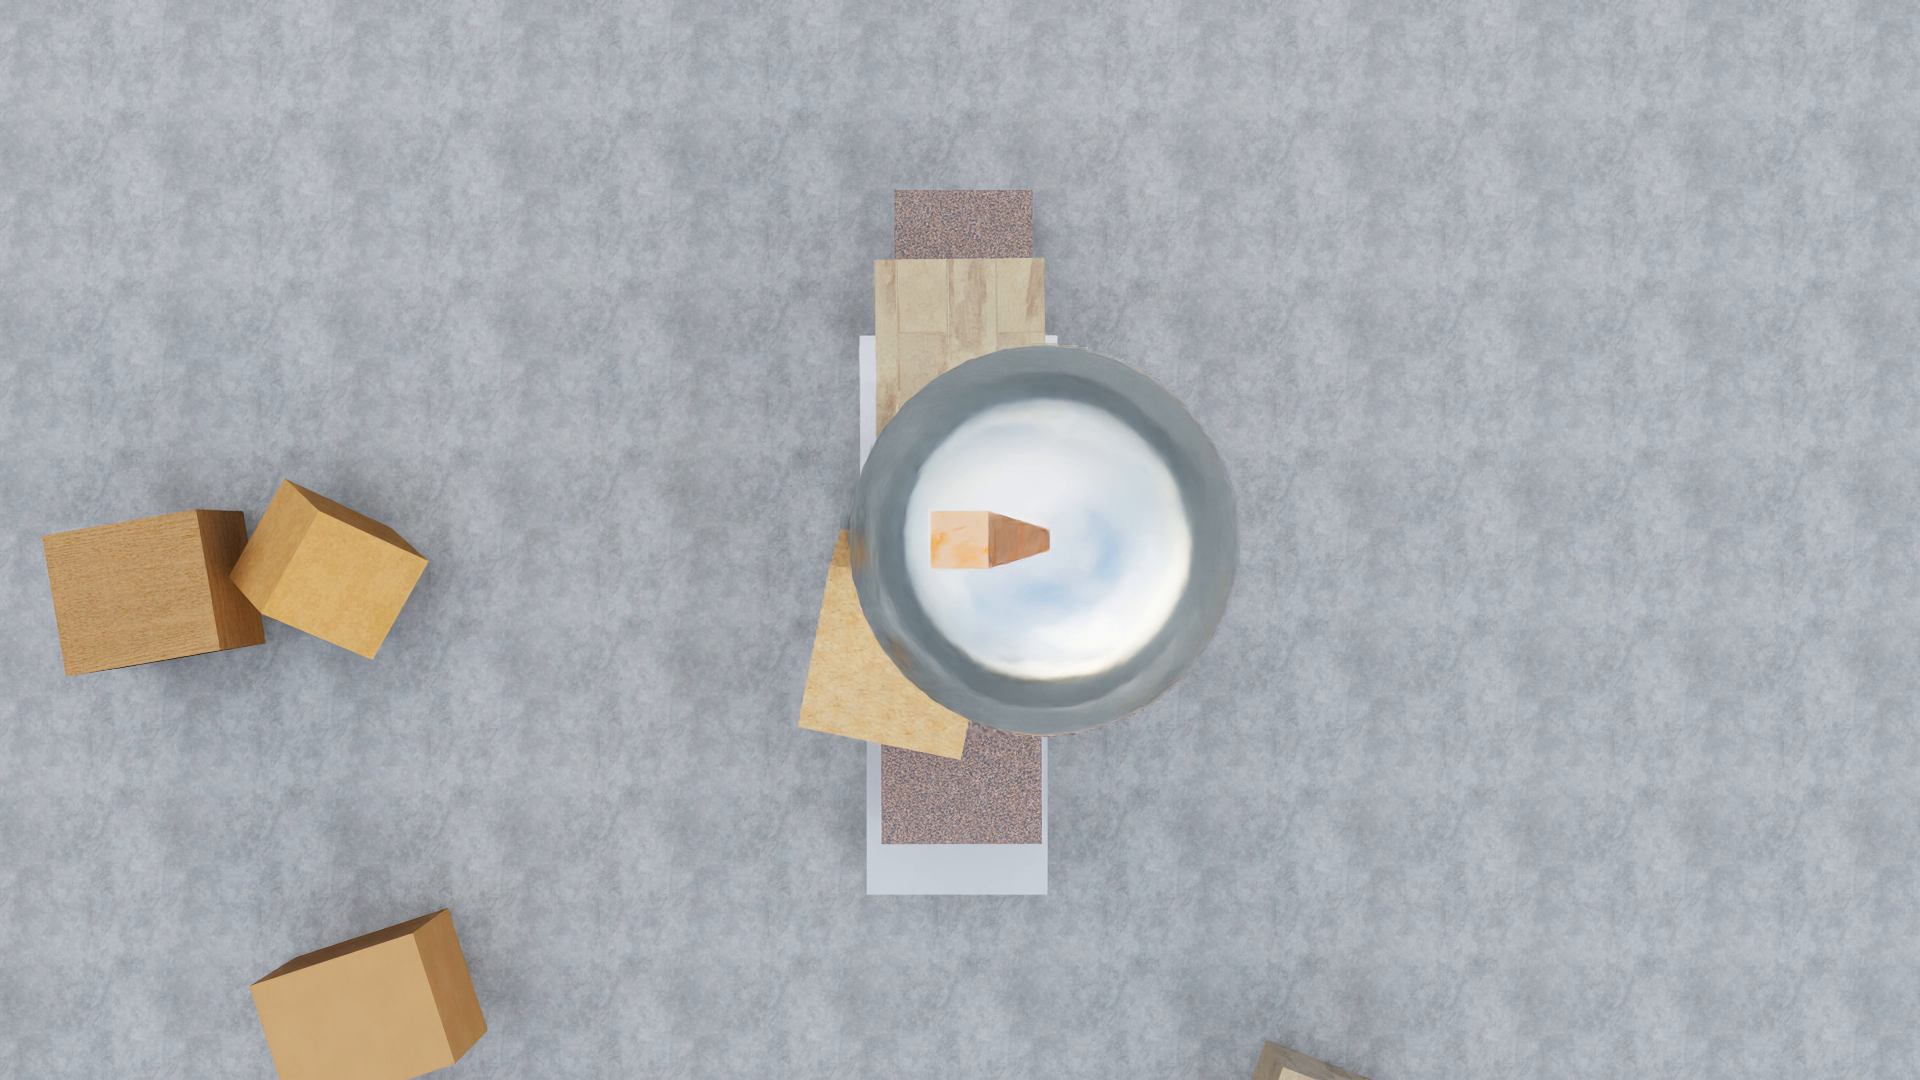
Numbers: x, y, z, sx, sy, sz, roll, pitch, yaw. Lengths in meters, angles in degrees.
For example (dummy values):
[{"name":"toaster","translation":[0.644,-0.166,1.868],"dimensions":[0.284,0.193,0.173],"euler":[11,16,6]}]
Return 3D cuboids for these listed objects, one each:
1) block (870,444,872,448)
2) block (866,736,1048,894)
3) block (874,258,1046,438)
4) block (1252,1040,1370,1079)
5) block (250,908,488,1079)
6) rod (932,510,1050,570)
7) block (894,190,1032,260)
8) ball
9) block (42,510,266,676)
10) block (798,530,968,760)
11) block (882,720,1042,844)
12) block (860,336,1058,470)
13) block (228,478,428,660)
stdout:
[{"name":"block","translation":[-0.007,0.076,11.518],"dimensions":[0.945,0.918,1.000],"euler":[0,103,0]},{"name":"block","translation":[-0.016,1.361,12.483],"dimensions":[0.983,1.035,1.133],"euler":[0,90,0]},{"name":"block","translation":[0.003,-0.967,11.511],"dimensions":[0.855,0.876,0.898],"euler":[-1,90,0]},{"name":"block","translation":[2.006,3.464,12.662],"dimensions":[0.724,0.676,0.816],"euler":[21,90,0]},{"name":"block","translation":[-3.362,2.682,12.581],"dimensions":[0.951,0.838,0.760],"euler":[-18,90,0]},{"name":"rod","translation":[0.148,0.000,5.624],"dimensions":[0.080,5.200,0.080],"euler":[0,90,3]},{"name":"block","translation":[0.019,-1.522,12.553],"dimensions":[0.760,0.894,0.810],"euler":[0,90,0]},{"name":"ball","translation":[0.341,0.000,9.019],"dimensions":[1.600,1.600,1.600],"euler":[0,90,0]},{"name":"block","translation":[-4.599,0.293,12.599],"dimensions":[0.867,0.801,0.793],"euler":[-10,90,0]},{"name":"block","translation":[-0.298,0.499,10.763],"dimensions":[0.794,0.739,0.813],"euler":[12,103,-2]},{"name":"block","translation":[0.007,1.105,11.596],"dimensions":[0.821,0.738,0.895],"euler":[0,90,0]},{"name":"block","translation":[-0.008,-0.605,12.474],"dimensions":[1.074,1.052,1.011],"euler":[0,90,0]},{"name":"block","translation":[-3.598,0.165,12.531],"dimensions":[0.727,0.620,0.645],"euler":[30,90,-39]}]
